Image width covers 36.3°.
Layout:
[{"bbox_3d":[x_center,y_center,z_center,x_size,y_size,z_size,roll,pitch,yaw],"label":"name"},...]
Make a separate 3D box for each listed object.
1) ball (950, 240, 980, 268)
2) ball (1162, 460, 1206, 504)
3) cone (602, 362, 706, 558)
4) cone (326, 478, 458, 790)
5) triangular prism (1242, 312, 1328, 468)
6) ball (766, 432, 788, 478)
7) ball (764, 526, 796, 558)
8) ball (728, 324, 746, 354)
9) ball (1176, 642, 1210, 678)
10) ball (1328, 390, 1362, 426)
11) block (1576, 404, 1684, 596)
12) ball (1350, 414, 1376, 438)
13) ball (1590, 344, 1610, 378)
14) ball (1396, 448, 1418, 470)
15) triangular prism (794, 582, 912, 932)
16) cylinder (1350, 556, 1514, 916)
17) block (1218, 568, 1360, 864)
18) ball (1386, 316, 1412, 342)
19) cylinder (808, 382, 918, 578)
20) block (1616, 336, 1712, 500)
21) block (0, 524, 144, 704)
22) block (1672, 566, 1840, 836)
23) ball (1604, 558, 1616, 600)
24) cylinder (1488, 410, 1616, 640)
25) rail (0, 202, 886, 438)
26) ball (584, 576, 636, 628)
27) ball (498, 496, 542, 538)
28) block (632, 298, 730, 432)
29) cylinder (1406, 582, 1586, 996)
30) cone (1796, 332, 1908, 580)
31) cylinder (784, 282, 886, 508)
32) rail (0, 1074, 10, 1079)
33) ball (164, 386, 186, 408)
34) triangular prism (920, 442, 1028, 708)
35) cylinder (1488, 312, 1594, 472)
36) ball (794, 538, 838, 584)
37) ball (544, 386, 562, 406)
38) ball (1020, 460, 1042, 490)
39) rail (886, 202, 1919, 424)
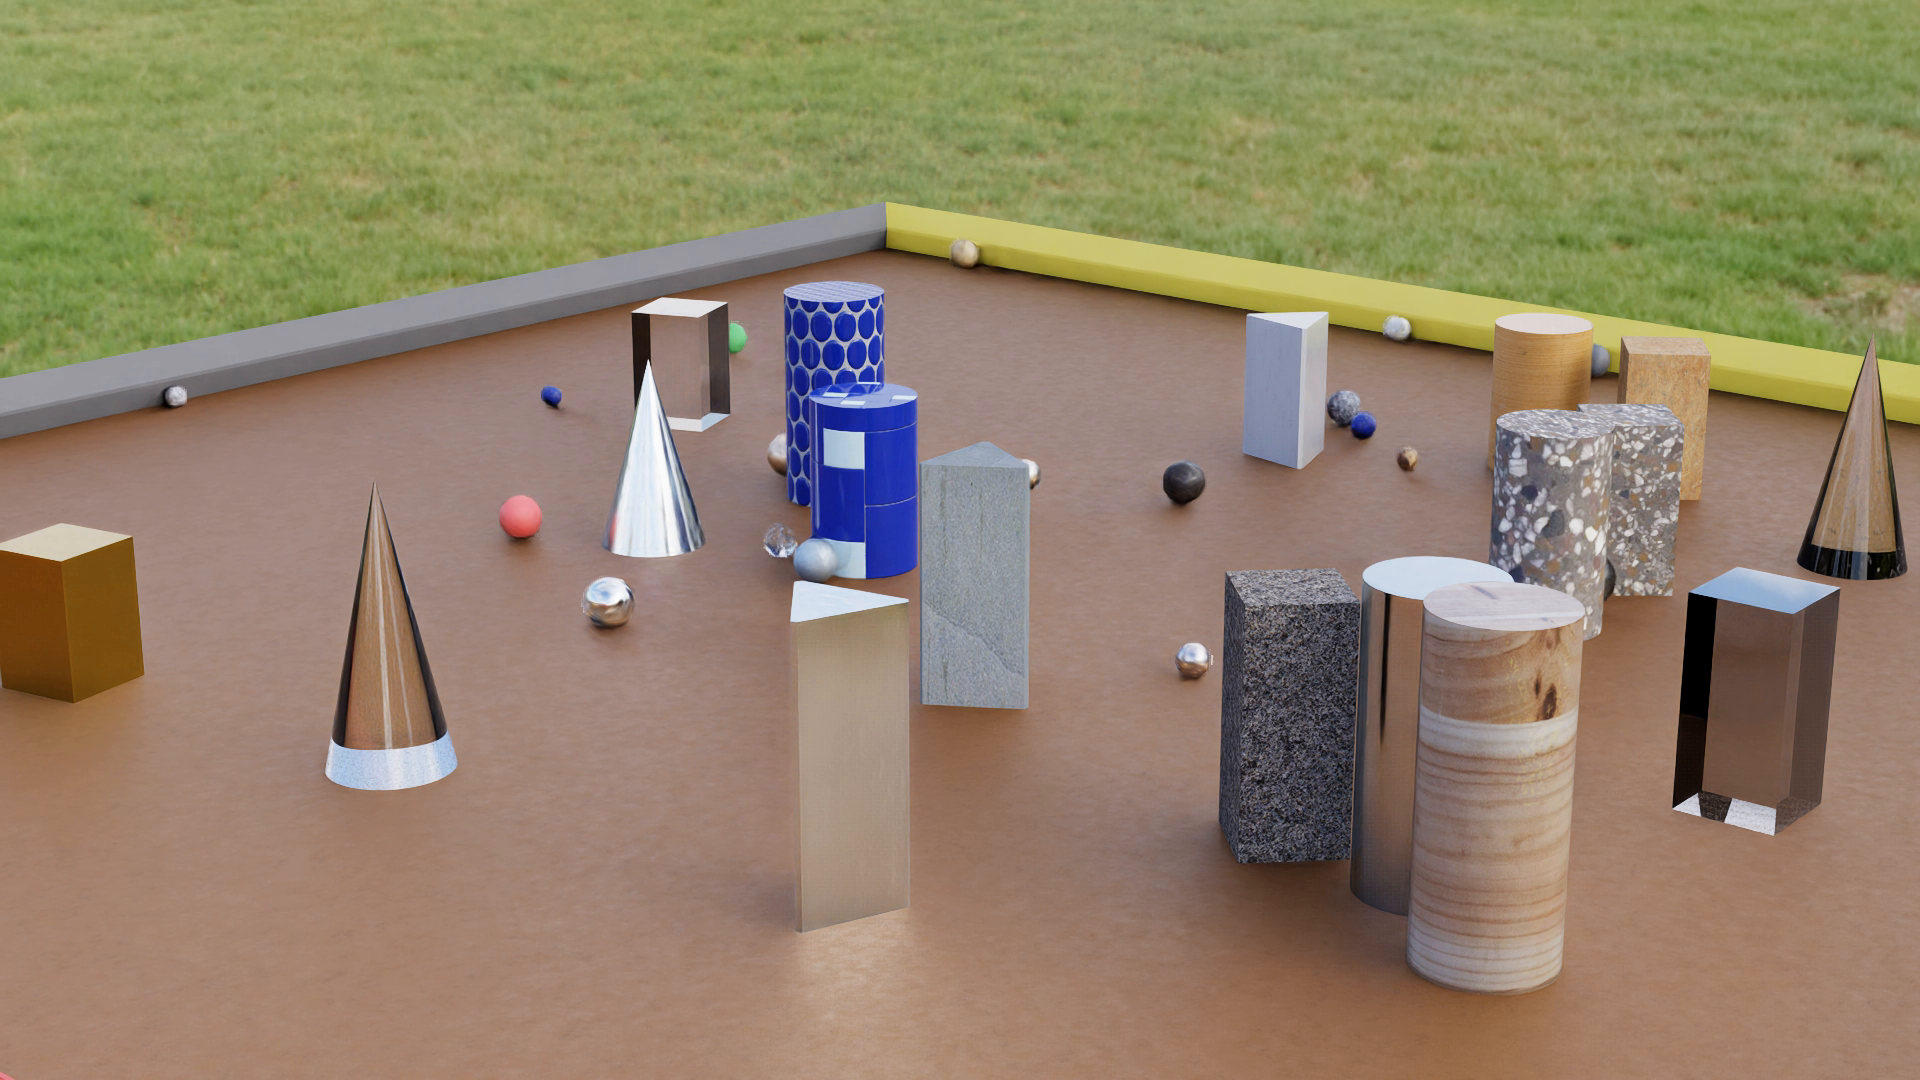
[{"bbox_3d":[0.013,-0.765,7.848,0.077,0.077,0.077,0,17,0],"label":"ball"},{"bbox_3d":[0.433,-0.112,5.676,0.082,0.082,0.082,0,17,0],"label":"ball"},{"bbox_3d":[-0.567,-0.163,5.384,0.193,0.347,0.193,0,17,0],"label":"cone"},{"bbox_3d":[-0.841,0.121,4.273,0.193,0.445,0.193,0,17,0],"label":"cone"},{"bbox_3d":[0.692,-0.314,5.983,0.145,0.290,0.167,-13,21,-36],"label":"triangular prism"},{"bbox_3d":[-0.340,-0.170,5.853,0.090,0.090,0.090,0,17,0],"label":"ball"},{"bbox_3d":[-0.326,0.003,5.333,0.059,0.059,0.059,0,17,0],"label":"ball"},{"bbox_3d":[-0.537,-0.474,6.896,0.070,0.070,0.070,0,17,0],"label":"ball"},{"bbox_3d":[0.374,0.193,4.708,0.057,0.057,0.057,0,17,0],"label":"ball"},{"bbox_3d":[0.820,-0.281,6.249,0.074,0.074,0.074,0,17,0],"label":"ball"},{"bbox_3d":[1.168,-0.072,5.154,0.155,0.306,0.155,0,17,1],"label":"block"},{"bbox_3d":[0.845,-0.239,6.145,0.053,0.053,0.053,0,17,0],"label":"ball"},{"bbox_3d":[1.438,-0.408,6.663,0.077,0.077,0.077,0,17,0],"label":"ball"},{"bbox_3d":[0.903,-0.164,5.912,0.045,0.045,0.045,0,17,0],"label":"ball"},{"bbox_3d":[-0.173,0.273,3.812,0.167,0.421,0.145,-10,19,-30],"label":"triangular prism"},{"bbox_3d":[0.617,0.257,3.844,0.193,0.433,0.193,0,17,0],"label":"cylinder"},{"bbox_3d":[0.448,0.239,4.015,0.155,0.368,0.155,-1,17,-5],"label":"block"},{"bbox_3d":[1.048,-0.504,7.010,0.061,0.061,0.061,0,17,0],"label":"ball"},{"bbox_3d":[-0.172,-0.108,5.263,0.193,0.313,0.193,0,17,0],"label":"cylinder"},{"bbox_3d":[1.372,-0.240,5.742,0.155,0.288,0.155,2,17,7],"label":"block"},{"bbox_3d":[-1.419,0.114,4.663,0.155,0.233,0.155,9,19,28],"label":"block"},{"bbox_3d":[1.123,0.225,4.138,0.155,0.325,0.155,13,21,38],"label":"block"},{"bbox_3d":[1.089,0.067,5.069,0.090,0.090,0.090,0,17,0],"label":"ball"},{"bbox_3d":[0.988,-0.024,4.915,0.193,0.353,0.193,0,17,0],"label":"cylinder"},{"bbox_3d":[-1.651,-0.383,6.493,0.045,0.126,4.465,14,22,39],"label":"rail"},{"bbox_3d":[-0.591,0.105,4.949,0.086,0.086,0.086,0,17,0],"label":"ball"},{"bbox_3d":[-0.817,-0.043,5.449,0.080,0.080,0.080,0,17,0],"label":"ball"},{"bbox_3d":[-0.595,-0.376,6.263,0.155,0.247,0.155,6,18,18],"label":"block"},{"bbox_3d":[0.659,0.305,3.618,0.193,0.472,0.193,0,17,0],"label":"cylinder"},{"bbox_3d":[1.613,-0.162,5.239,0.193,0.430,0.193,0,17,0],"label":"cone"},{"bbox_3d":[-0.241,-0.282,5.676,0.193,0.406,0.193,0,17,0],"label":"cylinder"},{"bbox_3d":[-1.448,0.513,3.524,4.420,0.126,0.045,14,22,39],"label":"rail"},{"bbox_3d":[-1.713,-0.312,6.402,0.045,0.045,0.045,0,17,0],"label":"ball"},{"bbox_3d":[0.031,0.052,4.598,0.167,0.390,0.145,2,17,7],"label":"triangular prism"},{"bbox_3d":[1.164,-0.289,5.885,0.193,0.299,0.193,0,17,0],"label":"cylinder"},{"bbox_3d":[-0.254,0.037,5.186,0.080,0.080,0.080,0,17,0],"label":"ball"},{"bbox_3d":[-0.892,-0.316,6.421,0.041,0.041,0.041,0,17,0],"label":"ball"},{"bbox_3d":[0.130,-0.128,5.763,0.061,0.061,0.061,0,17,0],"label":"ball"},{"bbox_3d":[1.448,-0.450,6.717,4.420,0.126,0.045,14,22,39],"label":"rail"}]
